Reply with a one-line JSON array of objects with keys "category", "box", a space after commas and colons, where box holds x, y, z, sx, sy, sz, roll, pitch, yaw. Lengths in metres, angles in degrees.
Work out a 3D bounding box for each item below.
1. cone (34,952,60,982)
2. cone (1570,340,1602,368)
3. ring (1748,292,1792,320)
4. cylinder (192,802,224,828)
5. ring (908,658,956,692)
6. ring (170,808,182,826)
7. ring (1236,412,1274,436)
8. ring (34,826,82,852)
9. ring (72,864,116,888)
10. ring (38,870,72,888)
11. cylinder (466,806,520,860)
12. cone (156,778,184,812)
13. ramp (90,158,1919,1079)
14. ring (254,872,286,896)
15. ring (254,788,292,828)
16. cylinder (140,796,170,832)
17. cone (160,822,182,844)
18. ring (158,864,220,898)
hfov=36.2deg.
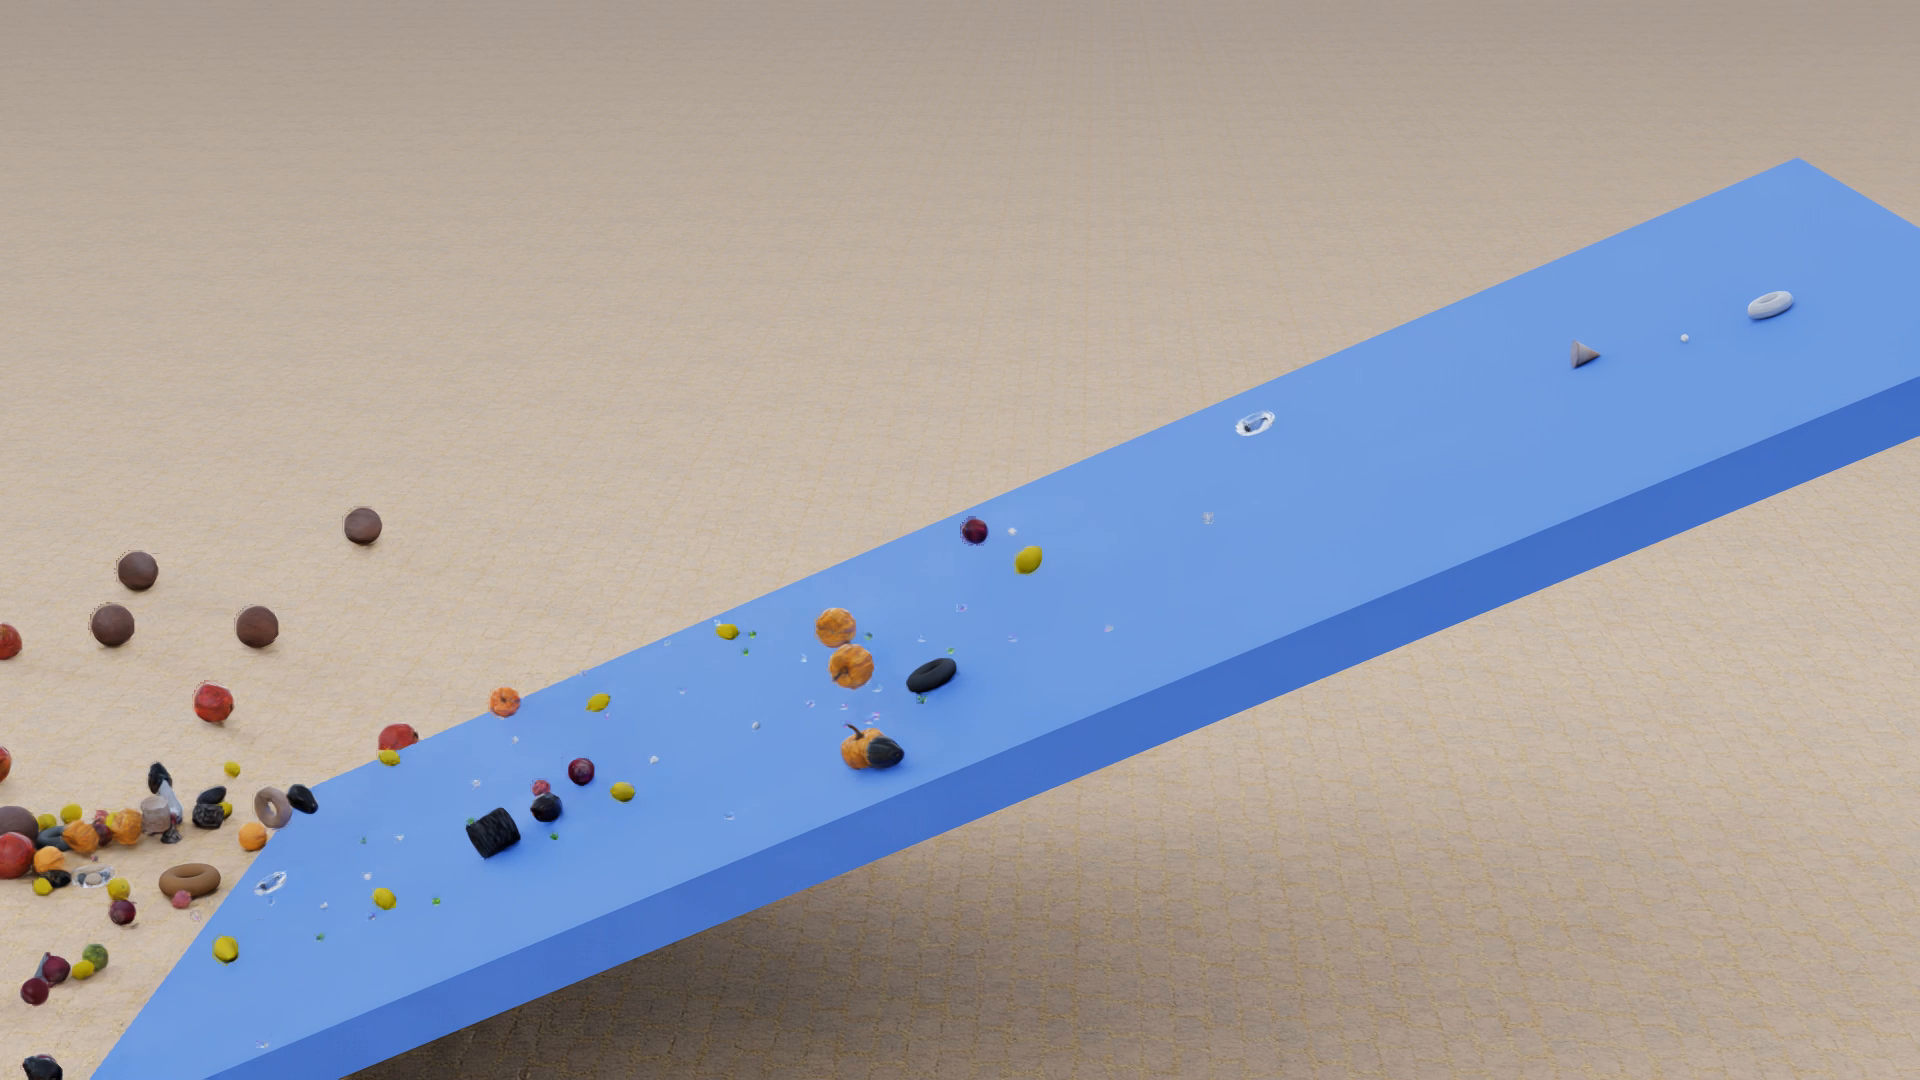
[{"category": "cone", "box": [-2.050, 0.952, 6.596, 0.058, 0.058, 0.058, 0, 15, 0]}, {"category": "cone", "box": [1.294, -0.382, 6.061, 0.058, 0.058, 0.058, 2, 15, -3]}, {"category": "ring", "box": [1.601, -0.464, 5.810, 0.091, 0.030, 0.091, -23, 14, 6]}, {"category": "cylinder", "box": [-1.920, 0.704, 7.514, 0.057, 0.057, 0.057, 13, 18, 15]}, {"category": "ring", "box": [-0.056, 0.272, 5.916, 0.108, 0.036, 0.108, -25, 12, 6]}, {"category": "ring", "box": [-2.039, 0.712, 7.534, 0.094, 0.031, 0.094, -1, 16, 0]}, {"category": "ring", "box": [0.676, -0.266, 6.730, 0.093, 0.031, 0.093, -23, 14, 6]}, {"category": "ring", "box": [-2.264, 0.751, 7.377, 0.115, 0.038, 0.115, -2, 17, 0]}, {"category": "ring", "box": [-2.106, 0.815, 7.146, 0.105, 0.035, 0.105, -1, 14, 0]}, {"category": "ring", "box": [-2.197, 0.823, 7.136, 0.079, 0.026, 0.079, 1, 16, 0]}, {"category": "cylinder", "box": [-0.976, 0.613, 6.154, 0.080, 0.080, 0.080, -31, 28, -24]}, {"category": "cone", "box": [-2.059, 0.658, 7.621, 0.090, 0.090, 0.090, 0, 14, 0]}, {"category": "ramp", "box": [0.132, 0.170, 6.284, 4.000, 0.100, 2.000, -23, 13, 8]}, {"category": "ring", "box": [-1.570, 0.783, 6.698, 0.080, 0.027, 0.080, -25, 12, 5]}, {"category": "ring", "box": [-1.641, 0.640, 7.023, 0.106, 0.106, 0.035, 8, 20, 28]}, {"category": "cylinder", "box": [-2.012, 0.686, 7.358, 0.068, 0.068, 0.068, 2, 25, -1]}, {"category": "cone", "box": [-1.991, 0.731, 7.419, 0.054, 0.054, 0.054, 0, 15, 0]}, {"category": "ring", "box": [-1.859, 0.822, 7.097, 0.146, 0.049, 0.146, -1, 15, 0]}]
